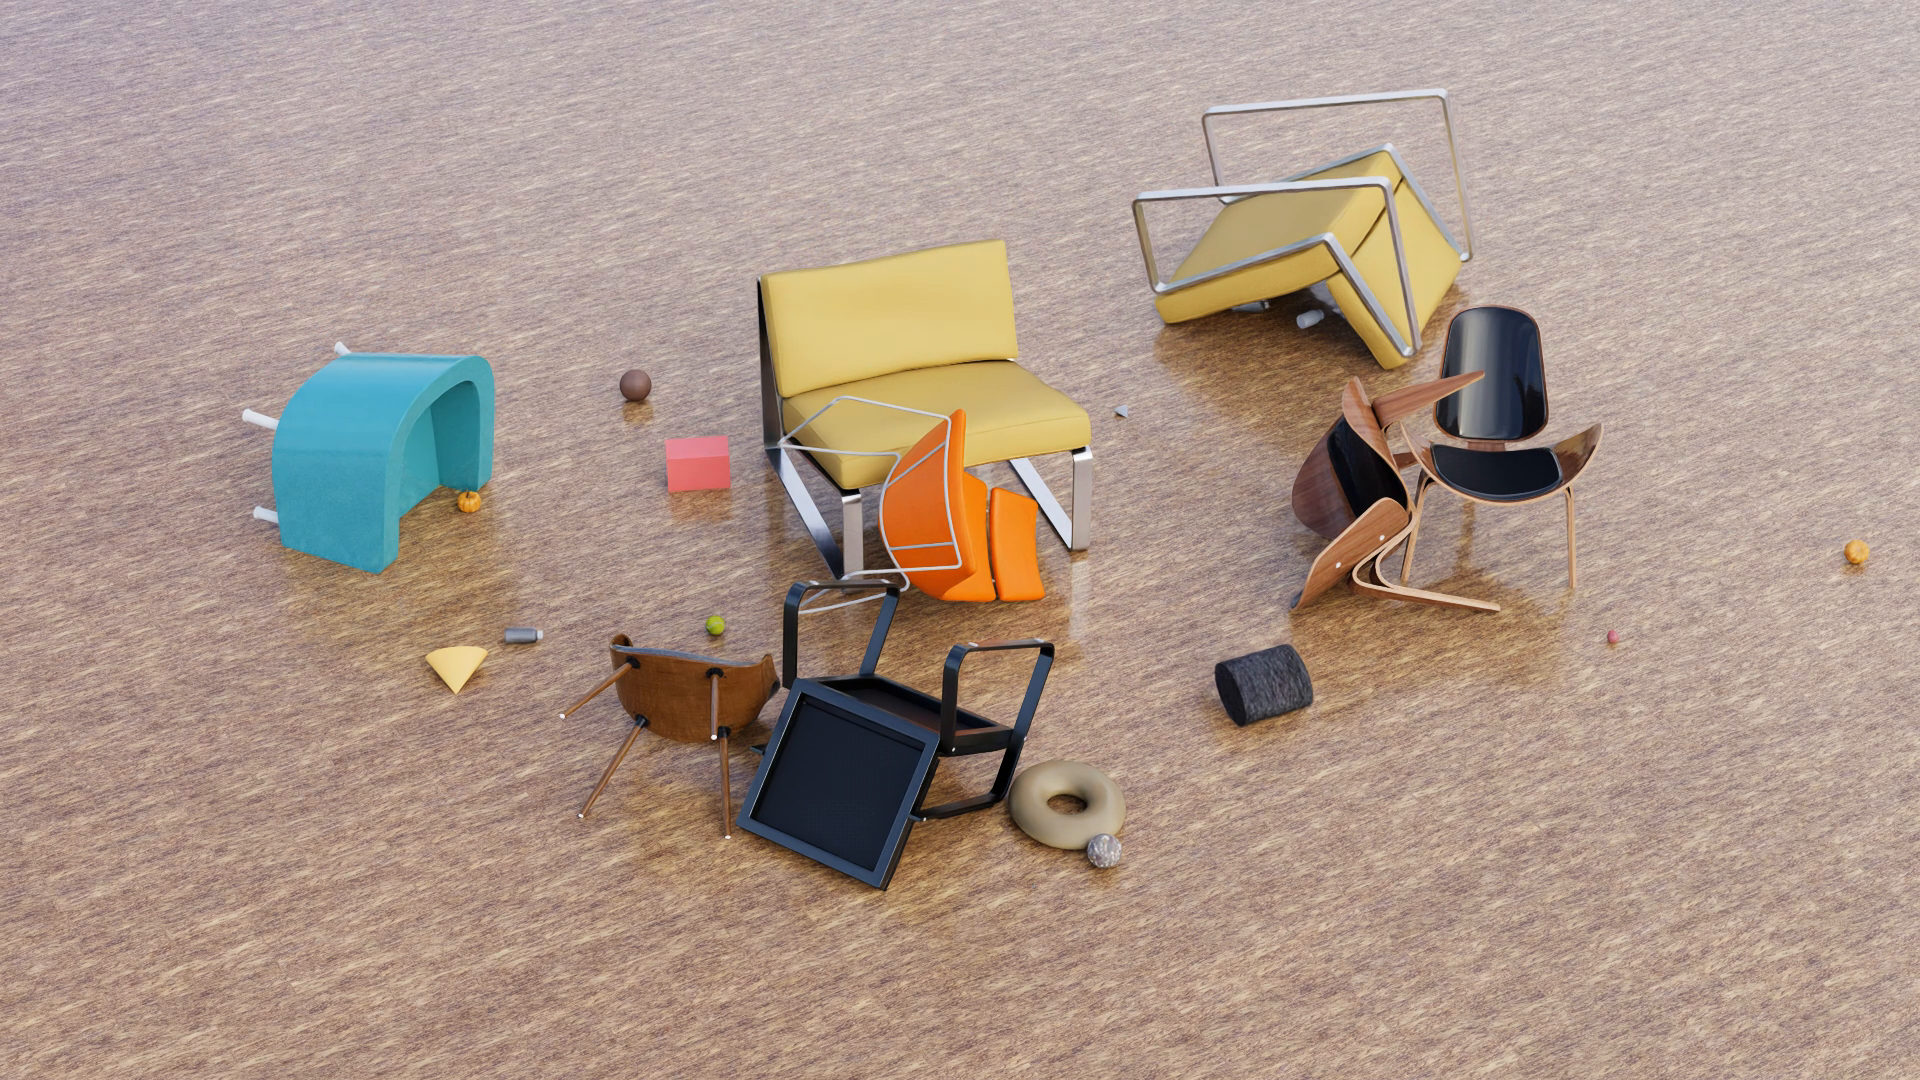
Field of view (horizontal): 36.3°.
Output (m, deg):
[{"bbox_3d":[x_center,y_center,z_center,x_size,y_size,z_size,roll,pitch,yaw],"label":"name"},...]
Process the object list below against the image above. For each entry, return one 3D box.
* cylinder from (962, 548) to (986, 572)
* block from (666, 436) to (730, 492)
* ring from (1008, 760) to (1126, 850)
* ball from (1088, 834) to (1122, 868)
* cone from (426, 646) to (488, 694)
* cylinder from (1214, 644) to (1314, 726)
[{"bbox_3d":[0.052,0.073,10.794,0.082,0.043,0.093,8,29,-4],"label":"cylinder"},{"bbox_3d":[-1.006,-0.293,11.258,0.238,0.145,0.146,-4,34,-6],"label":"block"},{"bbox_3d":[0.349,0.861,9.555,0.374,0.092,0.429,-15,37,-20],"label":"ring"},{"bbox_3d":[0.461,0.990,9.340,0.111,0.111,0.111,0,33,0],"label":"ball"},{"bbox_3d":[-1.750,0.469,10.187,0.217,0.102,0.170,-6,50,-2],"label":"cone"},{"bbox_3d":[1.039,0.494,10.030,0.265,0.161,0.235,-15,66,-21],"label":"cylinder"}]
